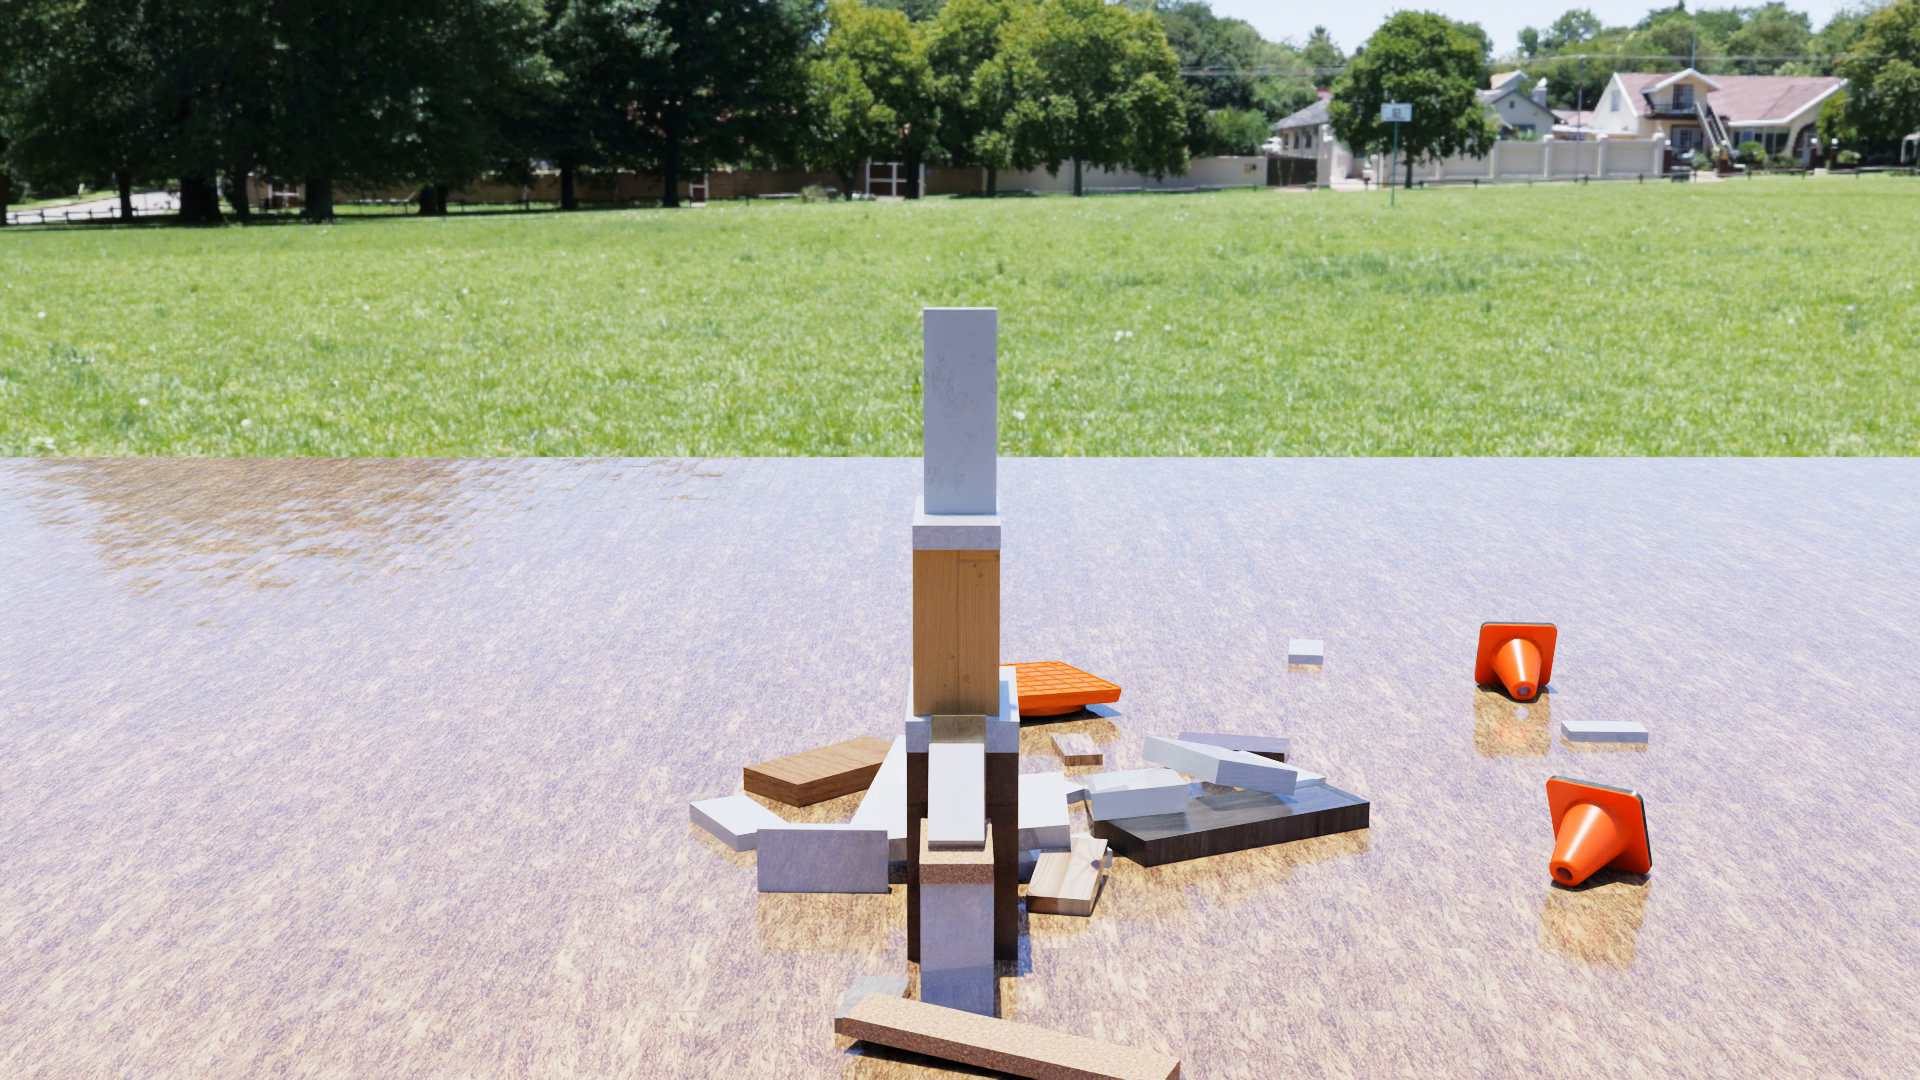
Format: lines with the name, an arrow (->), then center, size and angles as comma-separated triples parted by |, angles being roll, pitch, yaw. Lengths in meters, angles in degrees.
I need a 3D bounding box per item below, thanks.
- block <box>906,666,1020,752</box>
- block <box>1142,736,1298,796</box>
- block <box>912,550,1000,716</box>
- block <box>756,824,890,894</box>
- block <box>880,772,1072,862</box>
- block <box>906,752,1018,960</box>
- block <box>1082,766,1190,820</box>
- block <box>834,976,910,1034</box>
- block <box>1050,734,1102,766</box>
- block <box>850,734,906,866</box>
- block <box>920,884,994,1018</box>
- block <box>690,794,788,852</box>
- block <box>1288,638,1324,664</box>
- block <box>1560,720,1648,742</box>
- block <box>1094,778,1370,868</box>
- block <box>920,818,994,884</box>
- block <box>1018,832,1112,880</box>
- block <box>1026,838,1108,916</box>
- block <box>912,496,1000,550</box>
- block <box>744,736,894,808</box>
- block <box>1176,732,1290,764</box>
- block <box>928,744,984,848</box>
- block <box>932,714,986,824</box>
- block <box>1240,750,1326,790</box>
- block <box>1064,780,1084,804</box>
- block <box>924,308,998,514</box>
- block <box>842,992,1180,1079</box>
block -> 0.005, 0.262, 3.444 | 0.170, 0.048, 0.339 | 0, 11, 0
block -> 0.483, 0.421, 4.125 | 0.161, 0.046, 0.322 | 10, -1, -20
block -> -0.005, 0.134, 3.293 | 0.130, 0.259, 0.037 | 0, 11, 1
block -> -0.229, 0.532, 3.681 | 0.219, 0.109, 0.031 | 0, 11, 2
block -> 0.024, 0.475, 3.784 | 0.322, 0.046, 0.161 | -5, 27, 1
block -> 0.004, 0.473, 3.368 | 0.170, 0.339, 0.048 | 0, 11, 0
block -> 0.317, 0.461, 4.011 | 0.169, 0.048, 0.338 | -6, -1, 1
block -> -0.125, 0.671, 3.172 | 0.081, 0.023, 0.161 | 2, 11, 9
block -> 0.238, 0.427, 4.484 | 0.077, 0.022, 0.155 | -1, 11, -8
block -> -0.077, 0.464, 3.932 | 0.169, 0.048, 0.337 | 1, 28, 17
block -> -0.004, 0.581, 3.148 | 0.104, 0.209, 0.030 | 0, 11, 0
block -> -0.399, 0.513, 3.998 | 0.109, 0.031, 0.219 | -6, 12, -29
block -> 0.838, 0.270, 5.326 | 0.081, 0.023, 0.162 | 2, 11, 9
block -> 1.353, 0.402, 4.617 | 0.162, 0.023, 0.081 | 0, 11, 3
block -> 0.494, 0.508, 3.978 | 0.484, 0.048, 0.169 | -5, 12, -27
block -> -0.005, 0.450, 3.196 | 0.104, 0.030, 0.209 | 0, 11, 0
block -> 0.146, 0.549, 3.809 | 0.211, 0.030, 0.105 | -4, 11, -22
block -> 0.180, 0.558, 3.666 | 0.105, 0.030, 0.211 | 2, 20, 11
block -> -0.004, -0.027, 3.350 | 0.130, 0.037, 0.259 | 0, 11, 0
block -> -0.246, 0.450, 4.296 | 0.322, 0.046, 0.161 | -10, 15, -44
block -> 0.552, 0.426, 4.466 | 0.224, 0.032, 0.112 | 3, 11, 14
block -> -0.005, 0.371, 3.196 | 0.081, 0.023, 0.161 | 0, 53, 0
block -> -0.002, 0.339, 3.267 | 0.081, 0.161, 0.023 | 0, 5, 0
block -> 0.590, 0.460, 4.283 | 0.112, 0.032, 0.227 | -8, 13, -36
block -> 0.162, 0.487, 4.166 | 0.155, 0.022, 0.077 | -10, 14, -43
block -> 0.001, -0.193, 3.298 | 0.109, 0.308, 0.031 | 0, 11, 1
block -> 0.067, 0.689, 2.991 | 0.455, 0.028, 0.097 | 8, 13, 21
